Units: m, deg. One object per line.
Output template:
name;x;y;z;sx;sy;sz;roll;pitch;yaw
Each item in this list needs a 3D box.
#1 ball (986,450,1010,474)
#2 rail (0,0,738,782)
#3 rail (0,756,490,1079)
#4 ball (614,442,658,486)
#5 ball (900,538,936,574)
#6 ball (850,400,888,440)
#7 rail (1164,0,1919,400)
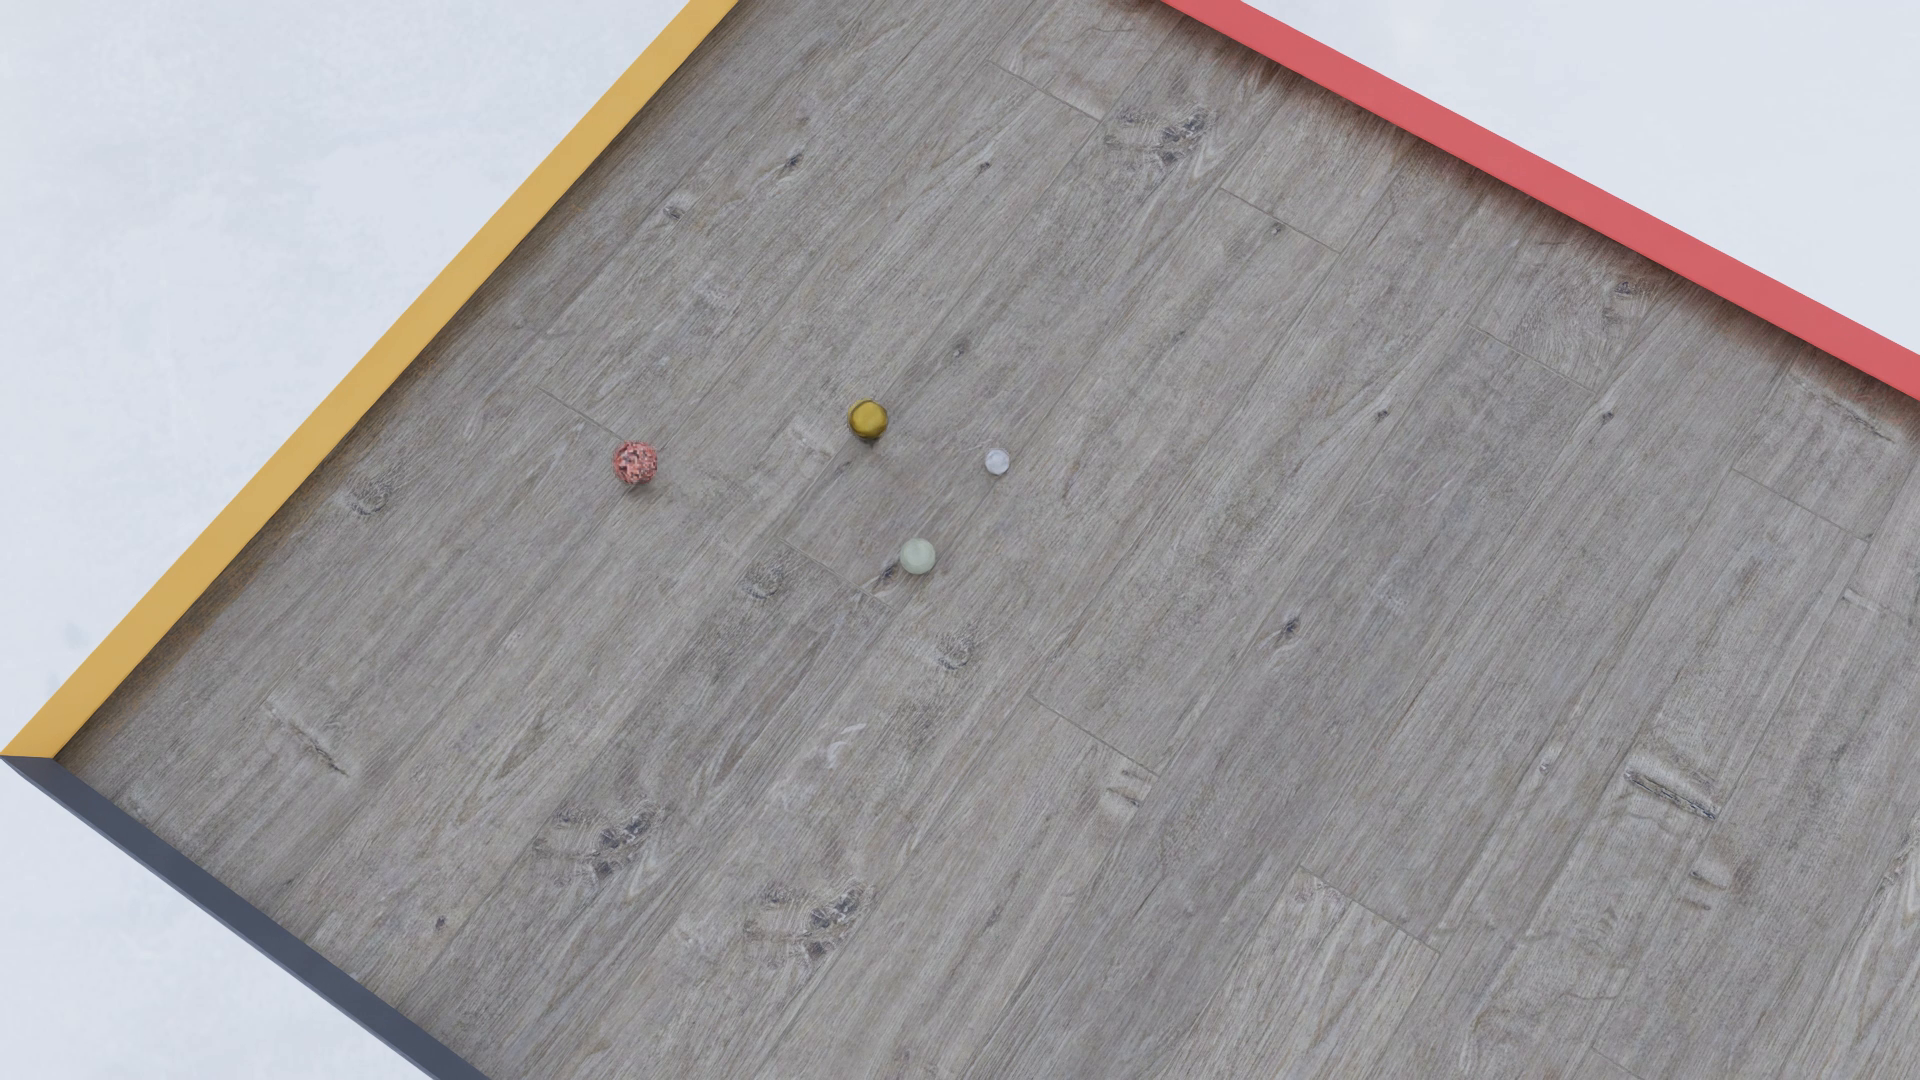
ball;0.062;-0.130;3.659;0.040;0.040;0.040;0;65;0
rail;-0.803;-0.501;3.804;0.045;0.094;2.309;32;69;14
rail;0.188;1.341;2.929;3.978;0.094;0.045;32;69;14
ball;-0.536;-0.127;3.639;0.073;0.073;0.073;0;65;0
ball;-0.069;0.026;3.574;0.059;0.059;0.059;0;65;0
ball;-0.152;-0.200;3.678;0.066;0.066;0.066;0;65;0
rail;1.458;-0.349;3.732;3.978;0.094;0.045;32;69;14
